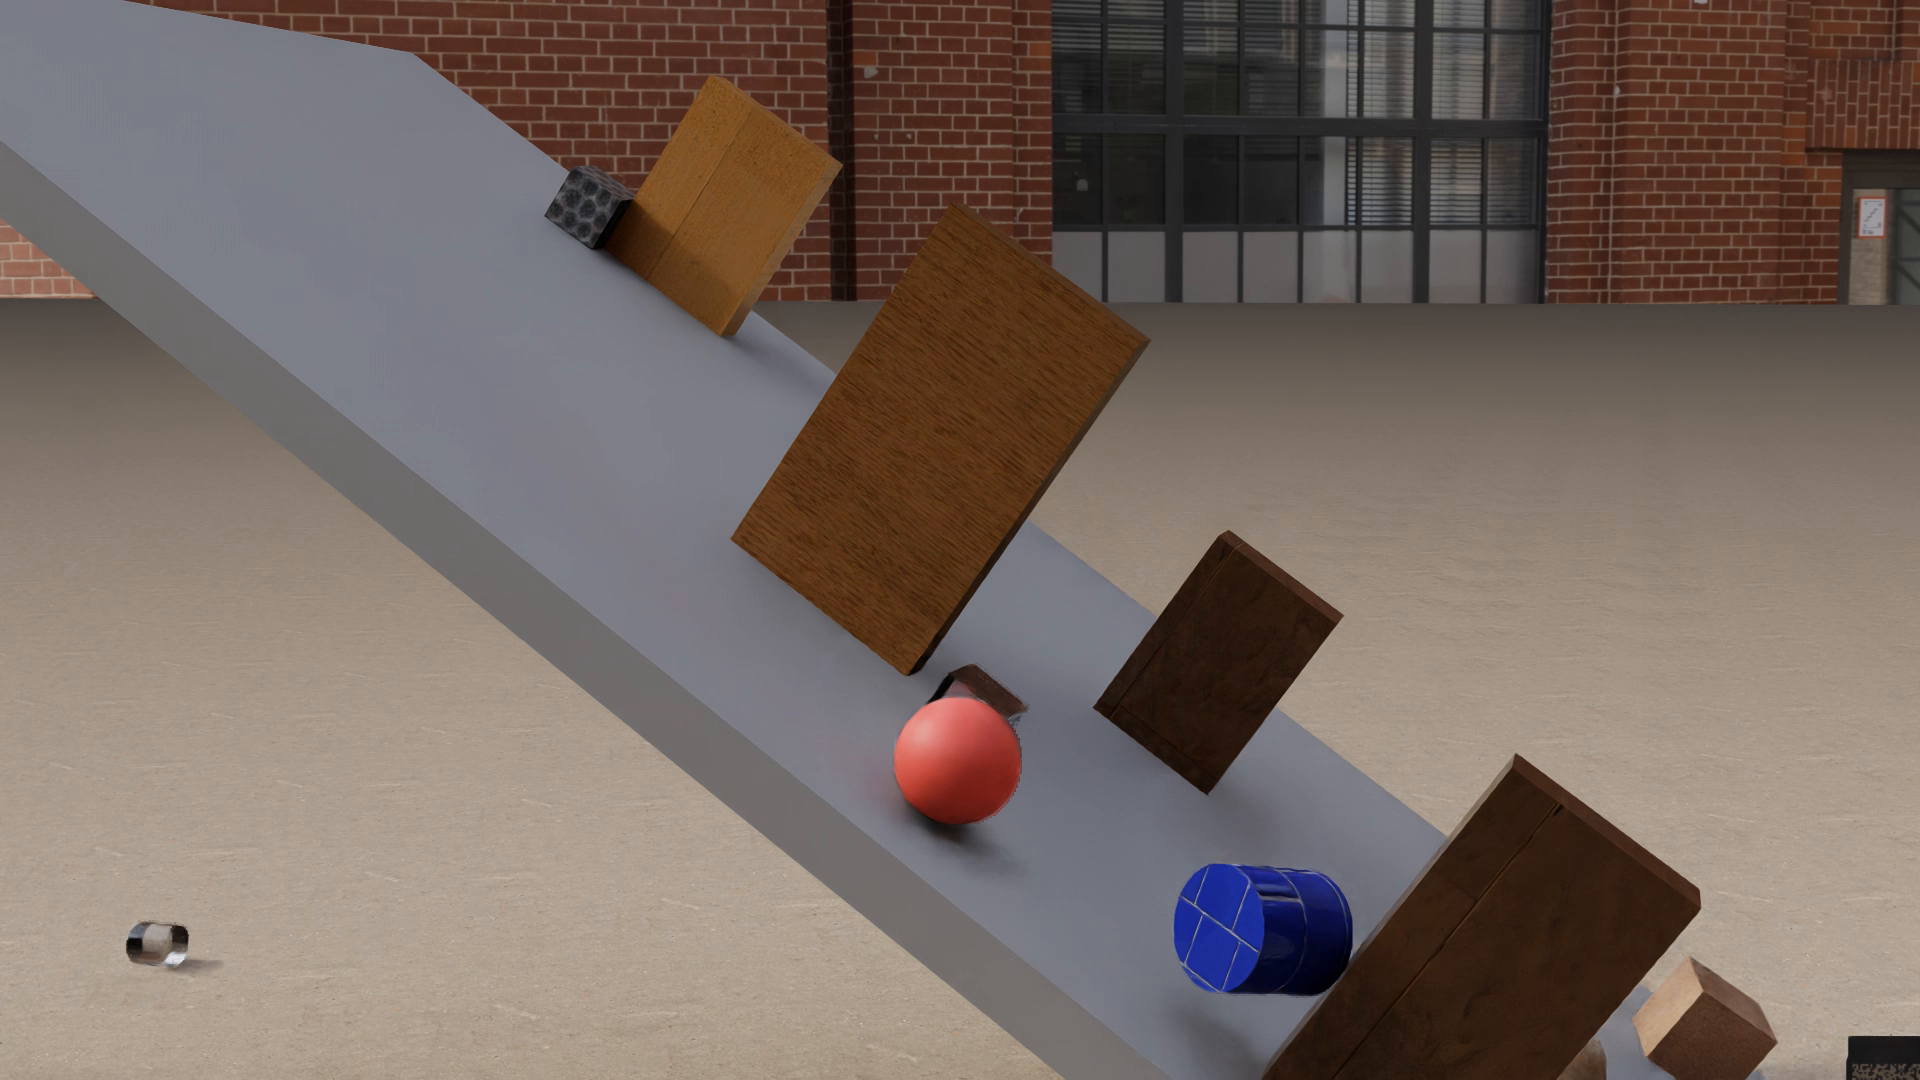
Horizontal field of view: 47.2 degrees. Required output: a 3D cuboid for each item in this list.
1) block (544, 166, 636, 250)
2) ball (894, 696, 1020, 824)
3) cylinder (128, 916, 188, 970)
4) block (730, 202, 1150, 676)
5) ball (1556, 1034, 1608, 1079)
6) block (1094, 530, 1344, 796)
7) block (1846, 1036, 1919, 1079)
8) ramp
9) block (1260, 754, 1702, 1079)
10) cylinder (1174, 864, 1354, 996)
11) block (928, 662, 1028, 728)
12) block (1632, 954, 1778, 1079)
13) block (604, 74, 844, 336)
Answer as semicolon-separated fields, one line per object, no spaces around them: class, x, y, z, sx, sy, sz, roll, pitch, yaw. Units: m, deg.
block;-0.808;-0.734;4.847;0.130;0.130;0.130;36;15;4
ball;-0.004;0.324;3.237;0.187;0.187;0.187;0;7;0
cylinder;-2.152;1.085;5.901;0.112;0.112;0.112;-24;6;2
block;-0.040;-0.164;3.675;0.388;0.690;0.082;37;16;10
ball;1.008;0.884;3.708;0.160;0.160;0.160;0;7;0
block;0.483;0.228;4.117;0.268;0.408;0.109;37;16;10
block;1.957;1.160;4.588;0.178;0.178;0.178;-6;15;25
ramp;-0.091;0.163;4.082;4.000;0.100;2.000;37;16;10
block;0.719;0.626;3.073;0.305;0.588;0.100;37;16;10
cylinder;0.430;0.554;3.125;0.179;0.179;0.179;10;-1;-37
block;0.015;0.286;3.523;0.117;0.117;0.117;38;16;12
block;1.481;0.976;4.379;0.176;0.176;0.176;35;15;-1
block;-0.521;-0.730;4.823;0.336;0.453;0.084;37;16;10
